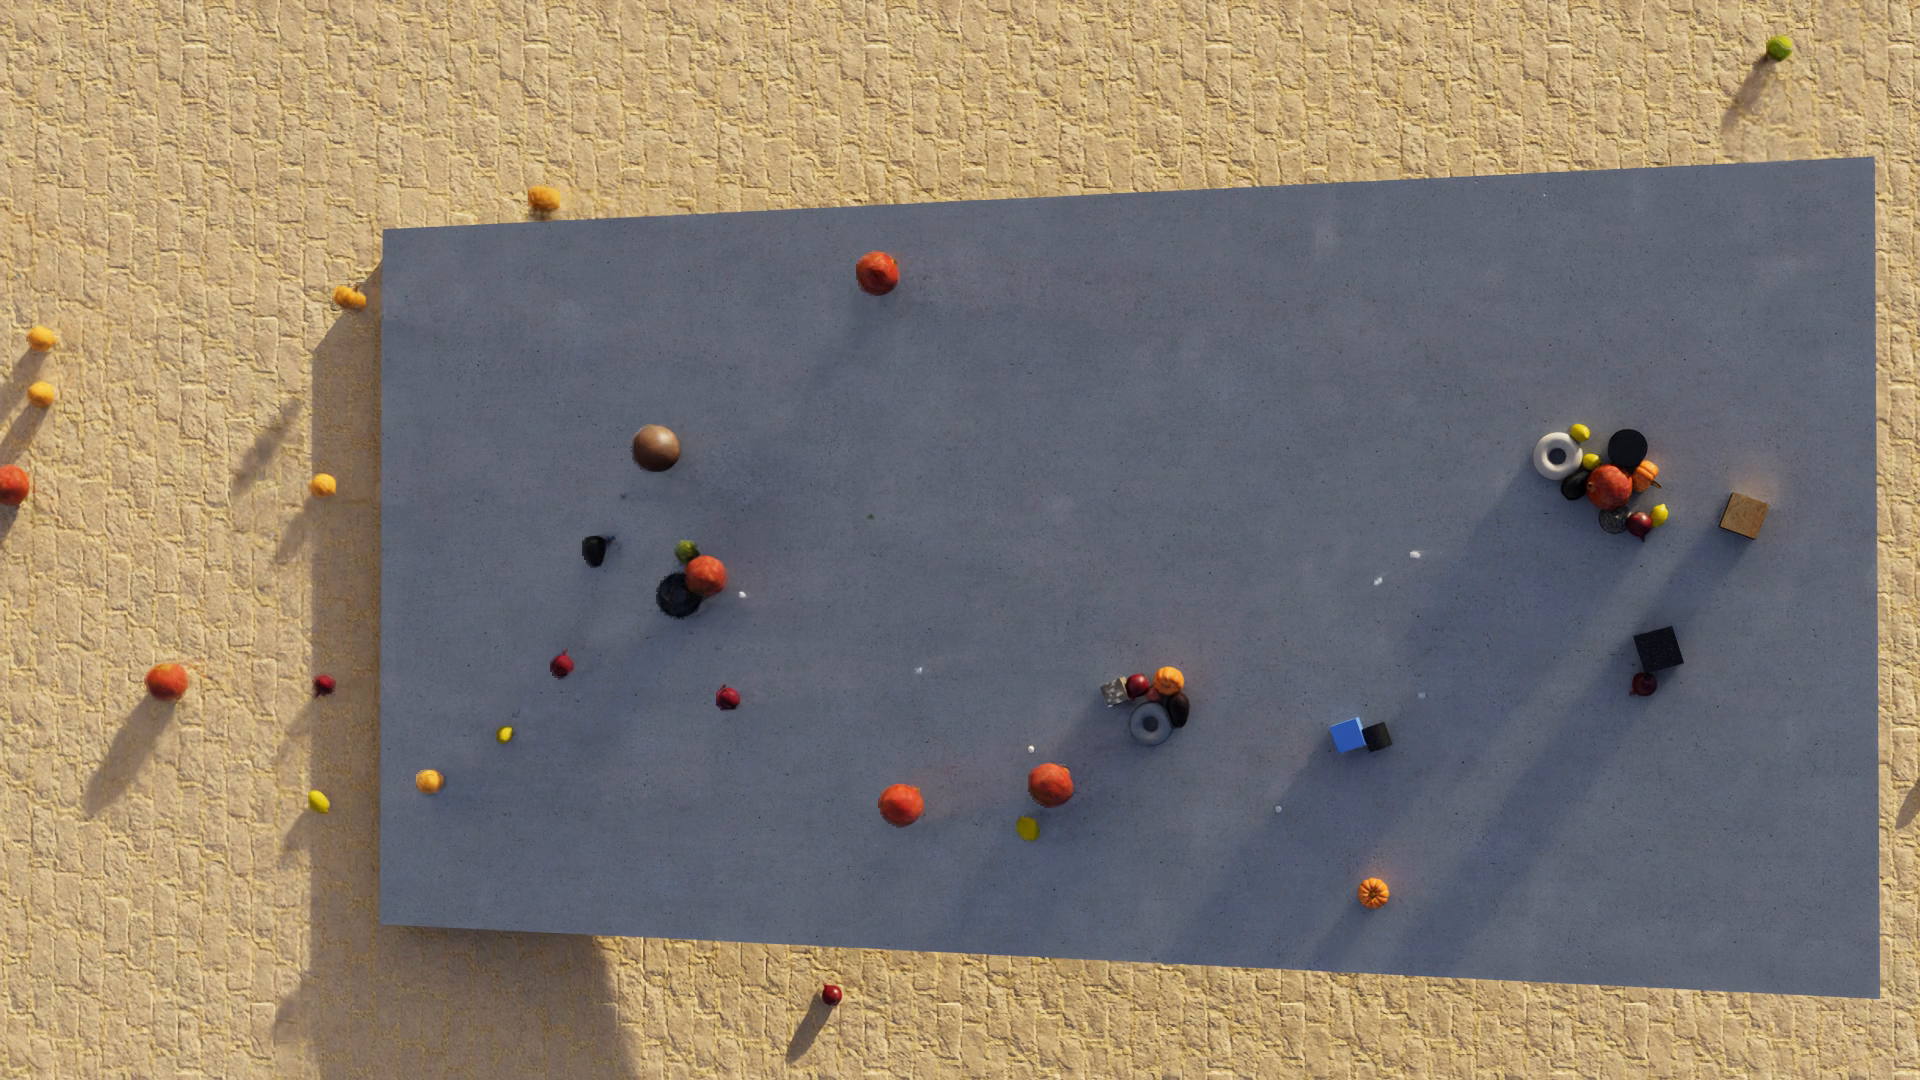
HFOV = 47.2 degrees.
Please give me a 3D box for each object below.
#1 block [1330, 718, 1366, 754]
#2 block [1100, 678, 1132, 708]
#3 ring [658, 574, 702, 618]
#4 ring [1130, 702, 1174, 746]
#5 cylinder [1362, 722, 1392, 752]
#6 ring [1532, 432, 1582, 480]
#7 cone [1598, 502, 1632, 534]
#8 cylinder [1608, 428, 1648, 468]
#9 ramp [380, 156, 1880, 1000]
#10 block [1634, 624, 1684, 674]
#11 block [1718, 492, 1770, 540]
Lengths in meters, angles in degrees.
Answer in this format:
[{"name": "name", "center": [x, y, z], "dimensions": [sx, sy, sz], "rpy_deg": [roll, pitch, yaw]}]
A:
[{"name": "block", "center": [0.976, 0.490, 5.523], "dimensions": [0.069, 0.069, 0.069], "rpy_deg": [-21, 84, 15]}, {"name": "block", "center": [0.405, 0.394, 5.695], "dimensions": [0.058, 0.058, 0.058], "rpy_deg": [-25, 83, 14]}, {"name": "ring", "center": [-0.770, 0.151, 6.040], "dimensions": [0.122, 0.041, 0.122], "rpy_deg": [0, 81, 2]}, {"name": "ring", "center": [0.493, 0.475, 5.679], "dimensions": [0.116, 0.039, 0.116], "rpy_deg": [0, 91, 17]}, {"name": "cylinder", "center": [1.045, 0.493, 5.508], "dimensions": [0.060, 0.060, 0.060], "rpy_deg": [-19, 84, 0]}, {"name": "ring", "center": [1.469, -0.205, 5.407], "dimensions": [0.118, 0.039, 0.118], "rpy_deg": [-1, 88, 16]}, {"name": "cone", "center": [1.594, -0.054, 5.348], "dimensions": [0.079, 0.079, 0.079], "rpy_deg": [0, 89, 16]}, {"name": "cylinder", "center": [1.620, -0.221, 5.336], "dimensions": [0.091, 0.091, 0.091], "rpy_deg": [0, 89, 16]}, {"name": "ramp", "center": [0.270, 0.096, 5.821], "dimensions": [4.000, 0.100, 2.000], "rpy_deg": [0, 89, 16]}, {"name": "block", "center": [1.685, 0.264, 5.309], "dimensions": [0.093, 0.093, 0.093], "rpy_deg": [-17, 84, 15]}, {"name": "block", "center": [1.875, -0.057, 5.262], "dimensions": [0.087, 0.087, 0.087], "rpy_deg": [22, 95, 15]}]
